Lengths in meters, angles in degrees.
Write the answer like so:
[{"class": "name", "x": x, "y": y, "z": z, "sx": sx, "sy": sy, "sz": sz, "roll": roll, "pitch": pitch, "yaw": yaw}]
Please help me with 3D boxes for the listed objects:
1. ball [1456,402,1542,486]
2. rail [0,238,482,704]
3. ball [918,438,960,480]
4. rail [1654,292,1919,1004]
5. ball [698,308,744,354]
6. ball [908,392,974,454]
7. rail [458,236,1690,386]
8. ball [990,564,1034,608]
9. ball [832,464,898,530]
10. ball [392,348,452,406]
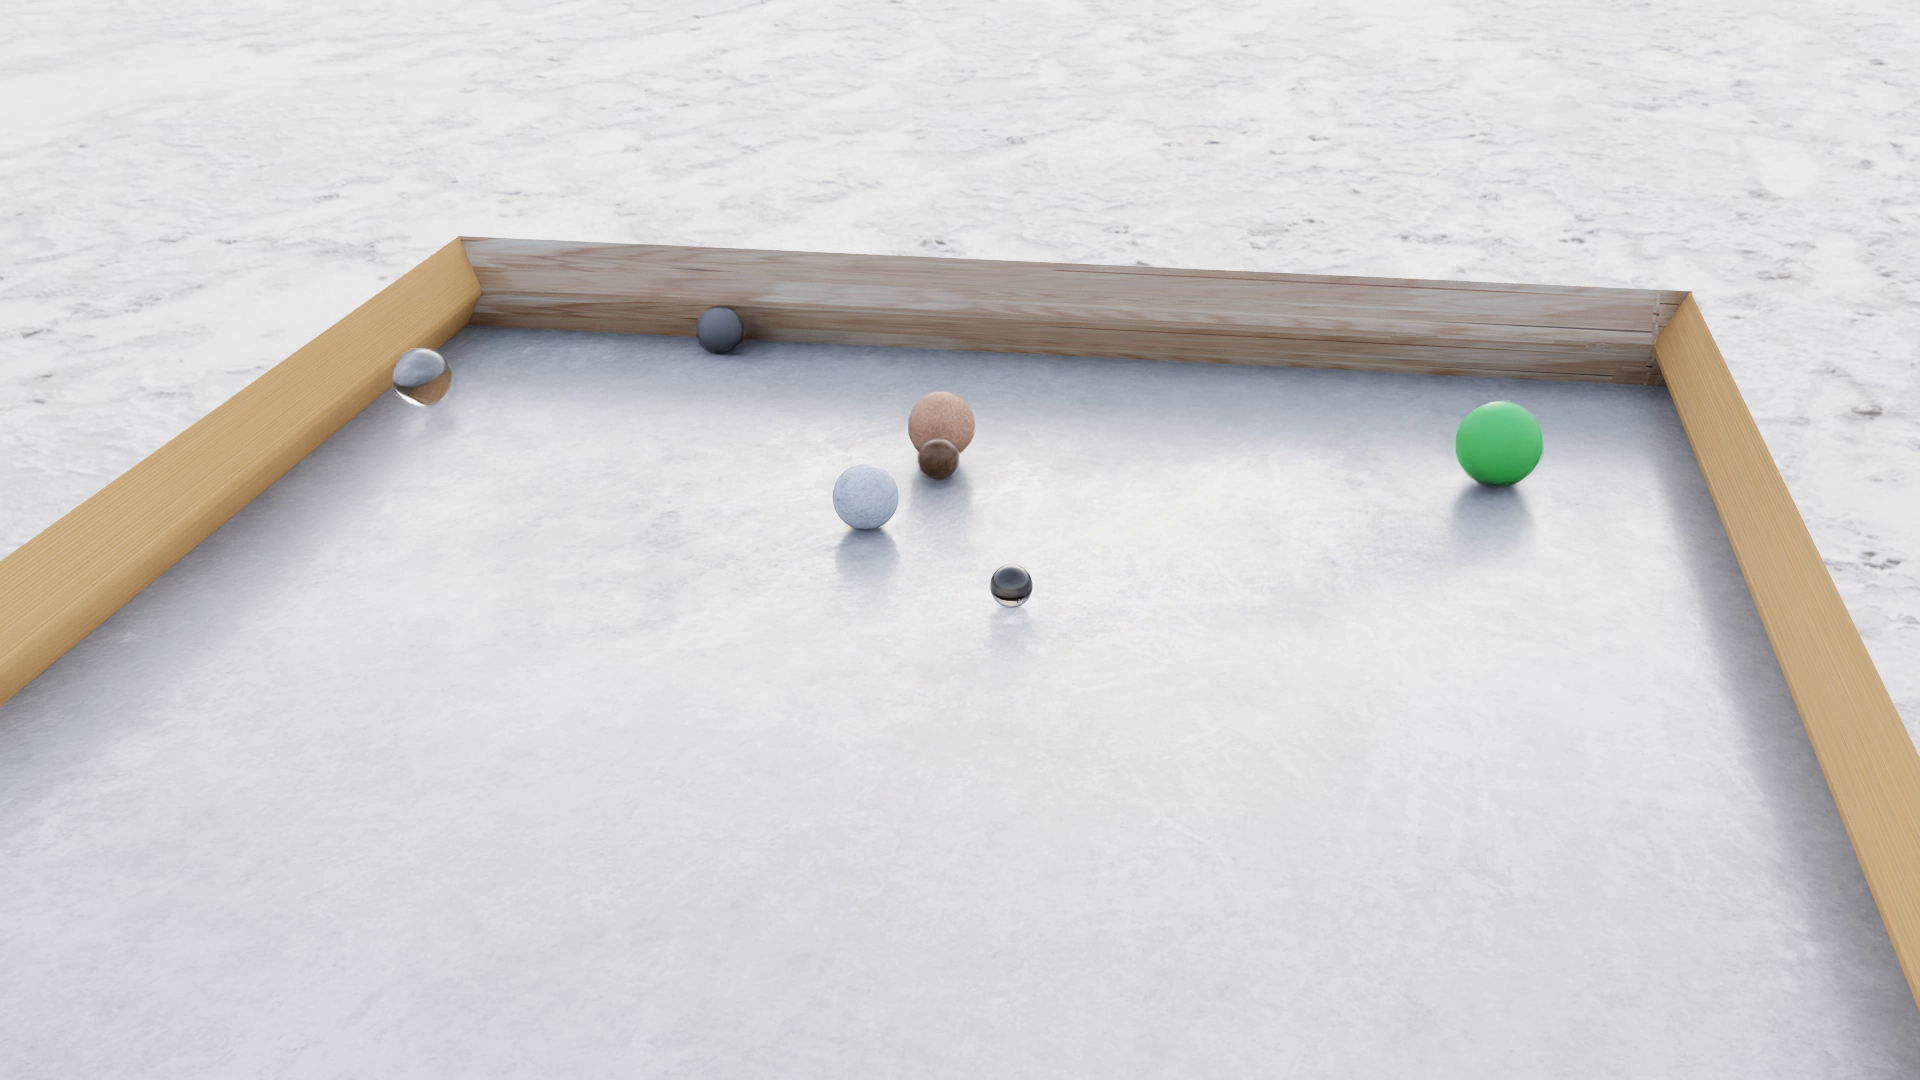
[{"class": "ball", "x": 0.629, "y": -0.112, "z": 2.569, "sx": 0.099, "sy": 0.099, "sz": 0.099, "roll": 0, "pitch": 23, "yaw": 0}, {"class": "rail", "x": -0.928, "y": 0.209, "z": 1.775, "sx": 0.045, "sy": 0.129, "sz": 2.990, "roll": 4, "pitch": 23, "yaw": 9}, {"class": "ball", "x": -0.025, "y": -0.096, "z": 2.595, "sx": 0.049, "sy": 0.049, "sz": 0.049, "roll": 0, "pitch": 23, "yaw": 0}, {"class": "rail", "x": 0.687, "y": 0.313, "z": 1.531, "sx": 0.045, "sy": 0.129, "sz": 2.990, "roll": 4, "pitch": 23, "yaw": 9}, {"class": "ball", "x": -0.330, "y": -0.289, "z": 3.032, "sx": 0.063, "sy": 0.063, "sz": 0.063, "roll": 0, "pitch": 23, "yaw": 0}, {"class": "ball", "x": -0.023, "y": -0.138, "z": 2.653, "sx": 0.082, "sy": 0.082, "sz": 0.082, "roll": 0, "pitch": 23, "yaw": 0}, {"class": "rail", "x": 0.117, "y": -0.308, "z": 2.989, "sx": 1.684, "sy": 0.129, "sz": 0.045, "roll": 4, "pitch": 23, "yaw": 9}, {"class": "ball", "x": 0.053, "y": 0.047, "z": 2.266, "sx": 0.045, "sy": 0.045, "sz": 0.045, "roll": 0, "pitch": 23, "yaw": 0}, {"class": "ball", "x": -0.105, "y": -0.048, "z": 2.452, "sx": 0.074, "sy": 0.074, "sz": 0.074, "roll": 0, "pitch": 23, "yaw": 0}, {"class": "ball", "x": -0.692, "y": -0.209, "z": 2.829, "sx": 0.074, "sy": 0.074, "sz": 0.074, "roll": 0, "pitch": 23, "yaw": 0}]
